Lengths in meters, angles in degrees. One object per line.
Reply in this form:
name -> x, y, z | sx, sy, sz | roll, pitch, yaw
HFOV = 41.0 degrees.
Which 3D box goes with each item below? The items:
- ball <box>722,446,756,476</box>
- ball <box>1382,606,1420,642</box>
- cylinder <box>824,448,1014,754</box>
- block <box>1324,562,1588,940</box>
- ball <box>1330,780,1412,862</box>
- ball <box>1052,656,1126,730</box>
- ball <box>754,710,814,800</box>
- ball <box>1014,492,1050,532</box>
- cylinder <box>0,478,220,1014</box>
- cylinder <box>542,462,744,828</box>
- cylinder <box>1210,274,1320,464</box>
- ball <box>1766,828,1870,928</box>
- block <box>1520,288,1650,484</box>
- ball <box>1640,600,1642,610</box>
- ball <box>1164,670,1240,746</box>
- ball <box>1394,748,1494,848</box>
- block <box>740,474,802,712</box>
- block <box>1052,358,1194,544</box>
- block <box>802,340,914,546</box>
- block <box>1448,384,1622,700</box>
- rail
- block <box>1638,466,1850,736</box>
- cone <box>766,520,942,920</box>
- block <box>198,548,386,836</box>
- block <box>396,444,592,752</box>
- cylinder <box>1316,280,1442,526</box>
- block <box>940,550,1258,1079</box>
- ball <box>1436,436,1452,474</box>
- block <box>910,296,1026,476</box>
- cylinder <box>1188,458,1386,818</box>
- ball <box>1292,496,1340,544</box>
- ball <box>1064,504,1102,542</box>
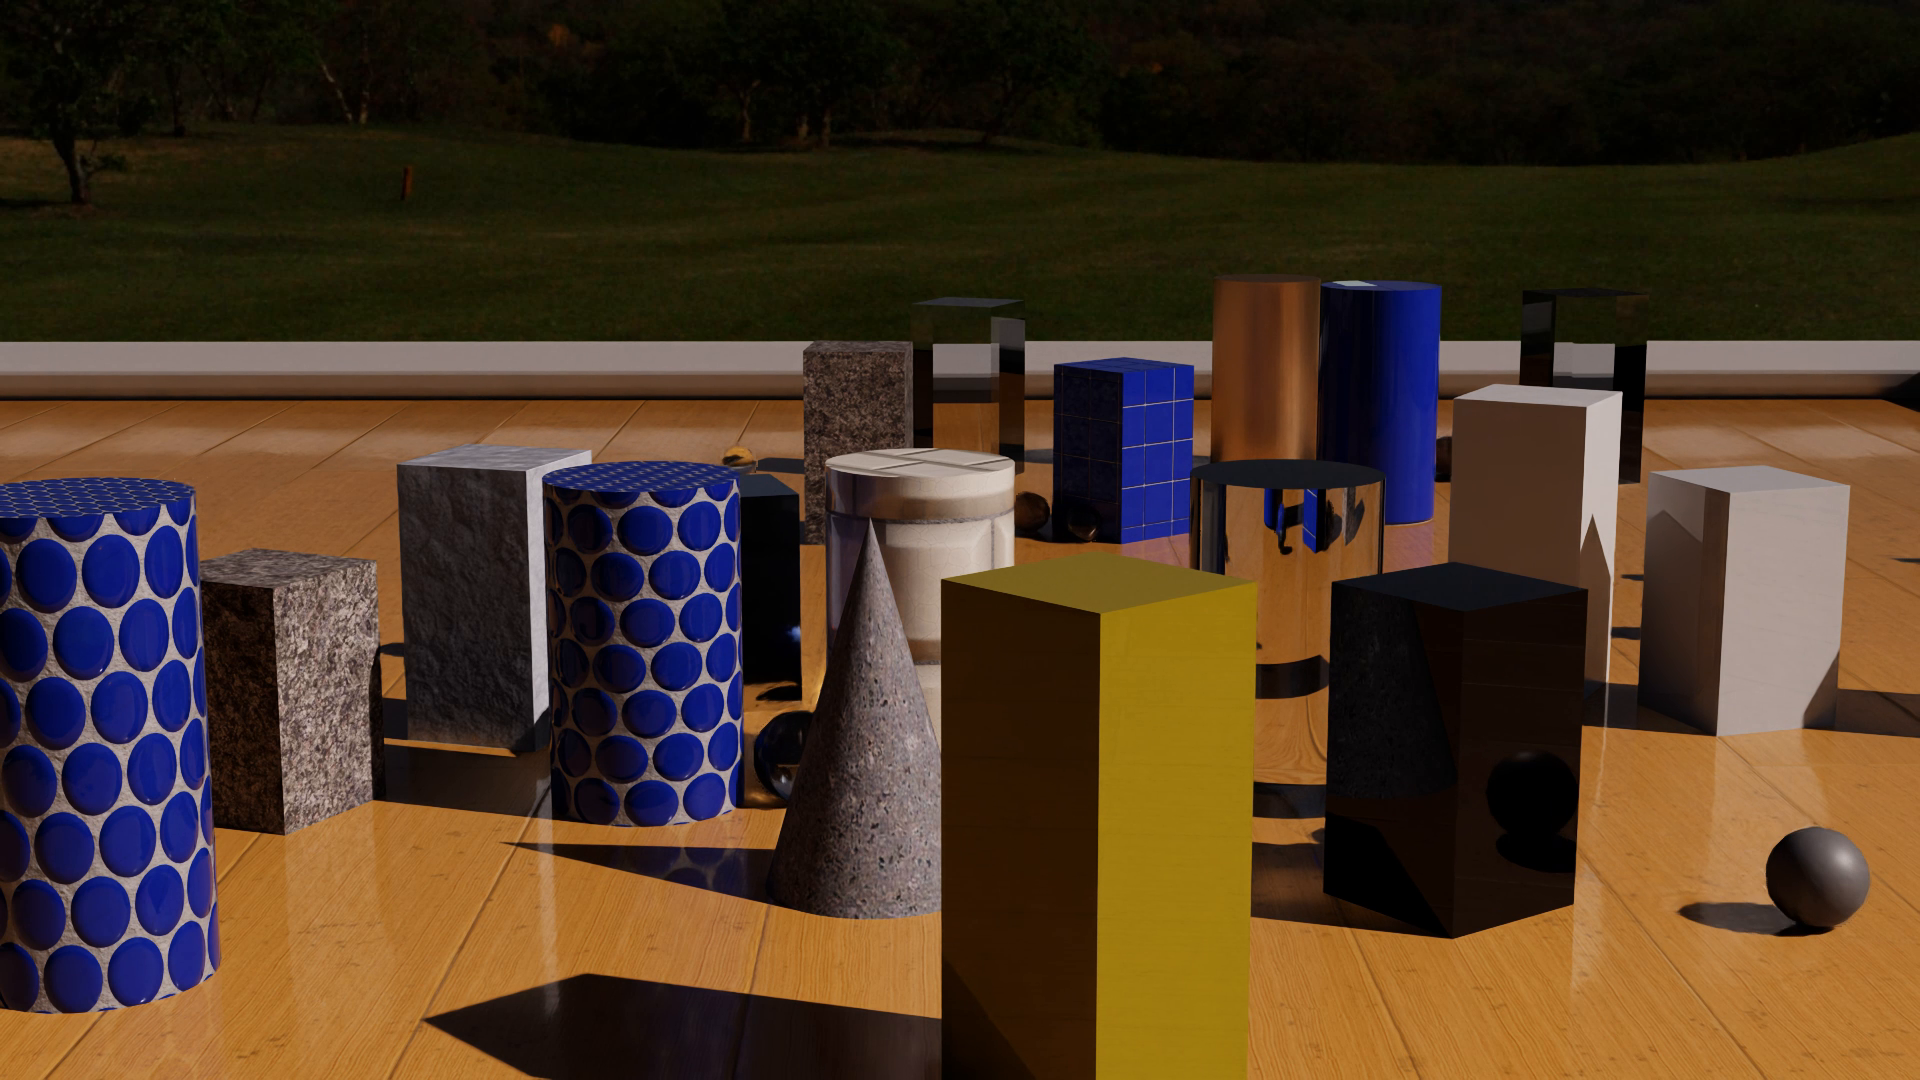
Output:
ball -> -0.393, -0.139, 4.559 | 0.058, 0.058, 0.058 | 0, 11, 0
ball -> 0.562, 0.107, 3.266 | 0.047, 0.047, 0.047 | 0, 11, 0
cylinder -> -0.041, 0.082, 2.630 | 0.193, 0.328, 0.193 | 0, 11, 0
block -> 0.431, 0.178, 2.241 | 0.154, 0.282, 0.154 | -8, 13, -36
ball -> 0.379, 0.260, 2.368 | 0.075, 0.075, 0.075 | 0, 11, 0
ball -> 0.142, 0.169, 2.834 | 0.082, 0.082, 0.082 | 0, 11, 0
ball -> -0.160, 0.216, 2.559 | 0.092, 0.092, 0.092 | 0, 11, 0
ball -> 0.110, -0.044, 4.038 | 0.062, 0.062, 0.062 | 0, 11, 0
cylinder -> -0.701, 0.158, 2.050 | 0.193, 0.391, 0.193 | 0, 11, 0
cylinder -> -0.312, 0.099, 2.543 | 0.193, 0.328, 0.193 | 0, 11, 0
cylinder -> 0.554, -0.303, 4.657 | 0.193, 0.345, 0.193 | 0, 11, 0
ball -> 0.732, 0.288, 2.190 | 0.085, 0.085, 0.085 | 0, 11, 0
block -> 1.094, -0.270, 4.518 | 0.154, 0.331, 0.154 | -4, 11, -22
ball -> 0.918, 0.083, 3.297 | 0.083, 0.083, 0.083 | 0, 11, 0
ball -> 0.262, 0.182, 2.769 | 0.081, 0.081, 0.081 | 0, 11, 0
ball -> 0.454, 0.242, 2.410 | 0.094, 0.094, 0.094 | 0, 11, 0
block -> -0.277, 0.061, 2.963 | 0.154, 0.248, 0.154 | -3, 11, -16
block -> 0.255, -0.143, 4.017 | 0.154, 0.264, 0.154 | -9, 14, -40
block -> -0.155, -0.152, 3.973 | 0.154, 0.298, 0.154 | 1, 11, 4
block -> 0.671, 0.003, 3.006 | 0.154, 0.347, 0.154 | 6, 12, 28
rail -> -0.013, -0.368, 5.604 | 4.350, 0.125, 0.045 | 0, 11, 0
block -> 0.877, 0.065, 2.882 | 0.154, 0.271, 0.154 | -4, 11, -18
cone -> -0.079, 0.144, 2.275 | 0.193, 0.336, 0.193 | 0, 11, 0
block -> -0.681, 0.145, 2.530 | 0.154, 0.241, 0.154 | 5, 12, 25
block -> -0.505, 0.059, 2.816 | 0.154, 0.305, 0.154 | 3, 11, 18
cylinder -> 0.675, -0.224, 4.151 | 0.193, 0.375, 0.193 | 0, 11, 0
block -> 0.096, 0.212, 1.800 | 0.154, 0.376, 0.154 | -10, 14, -42
ball -> 0.872, -0.152, 4.604 | 0.067, 0.067, 0.067 | 0, 11, 0
block -> 0.014, -0.268, 4.561 | 0.154, 0.311, 0.154 | 5, 11, 24
cylinder -> 0.325, 0.095, 2.569 | 0.193, 0.326, 0.193 | 0, 11, 0
ball -> 0.545, -0.030, 3.928 | 0.075, 0.075, 0.075 | 0, 11, 0
ball -> 0.190, -0.026, 3.950 | 0.059, 0.059, 0.059 | 0, 11, 0
